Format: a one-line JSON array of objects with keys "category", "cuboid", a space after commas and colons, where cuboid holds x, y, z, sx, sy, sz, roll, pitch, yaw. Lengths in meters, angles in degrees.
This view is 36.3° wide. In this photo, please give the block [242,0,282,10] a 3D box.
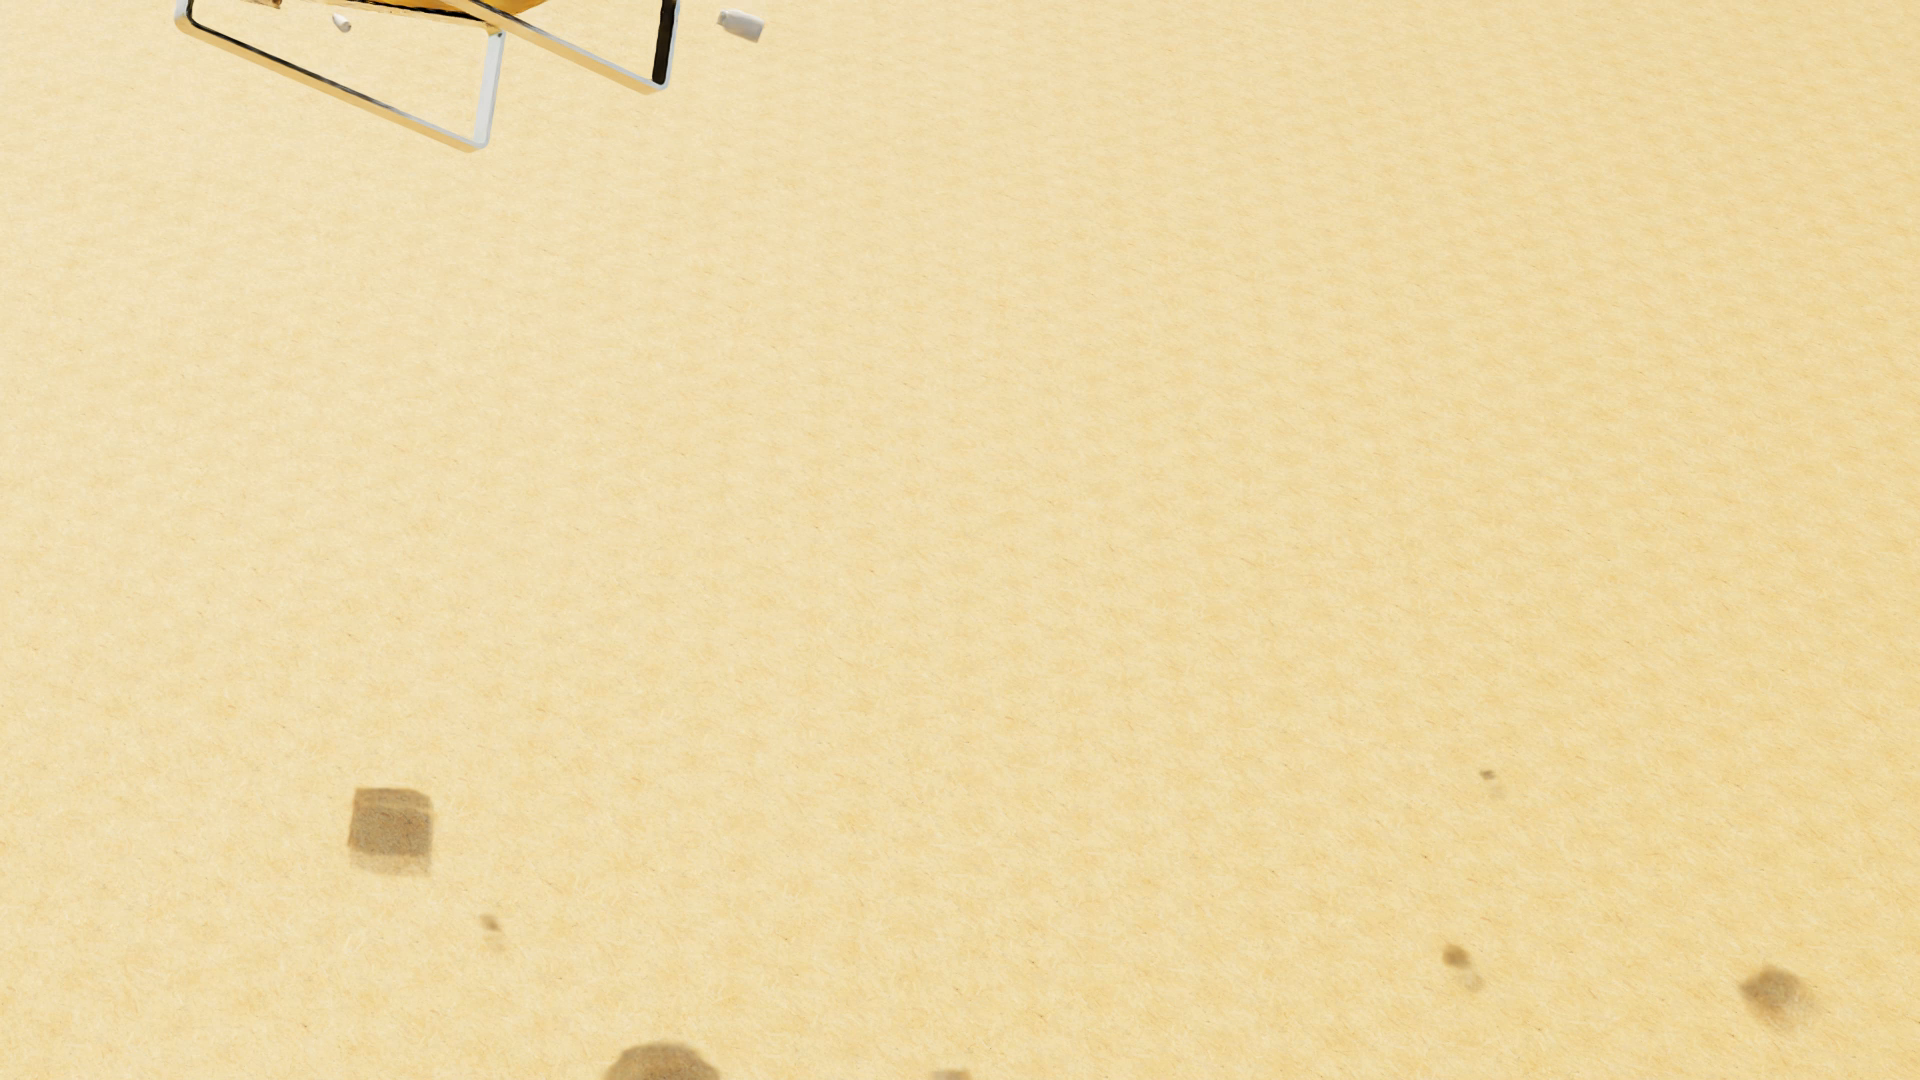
[{"category": "block", "cuboid": [-2.456, -1.998, 10.201, 0.180, 0.220, 0.218, 13, -3, 4]}]
